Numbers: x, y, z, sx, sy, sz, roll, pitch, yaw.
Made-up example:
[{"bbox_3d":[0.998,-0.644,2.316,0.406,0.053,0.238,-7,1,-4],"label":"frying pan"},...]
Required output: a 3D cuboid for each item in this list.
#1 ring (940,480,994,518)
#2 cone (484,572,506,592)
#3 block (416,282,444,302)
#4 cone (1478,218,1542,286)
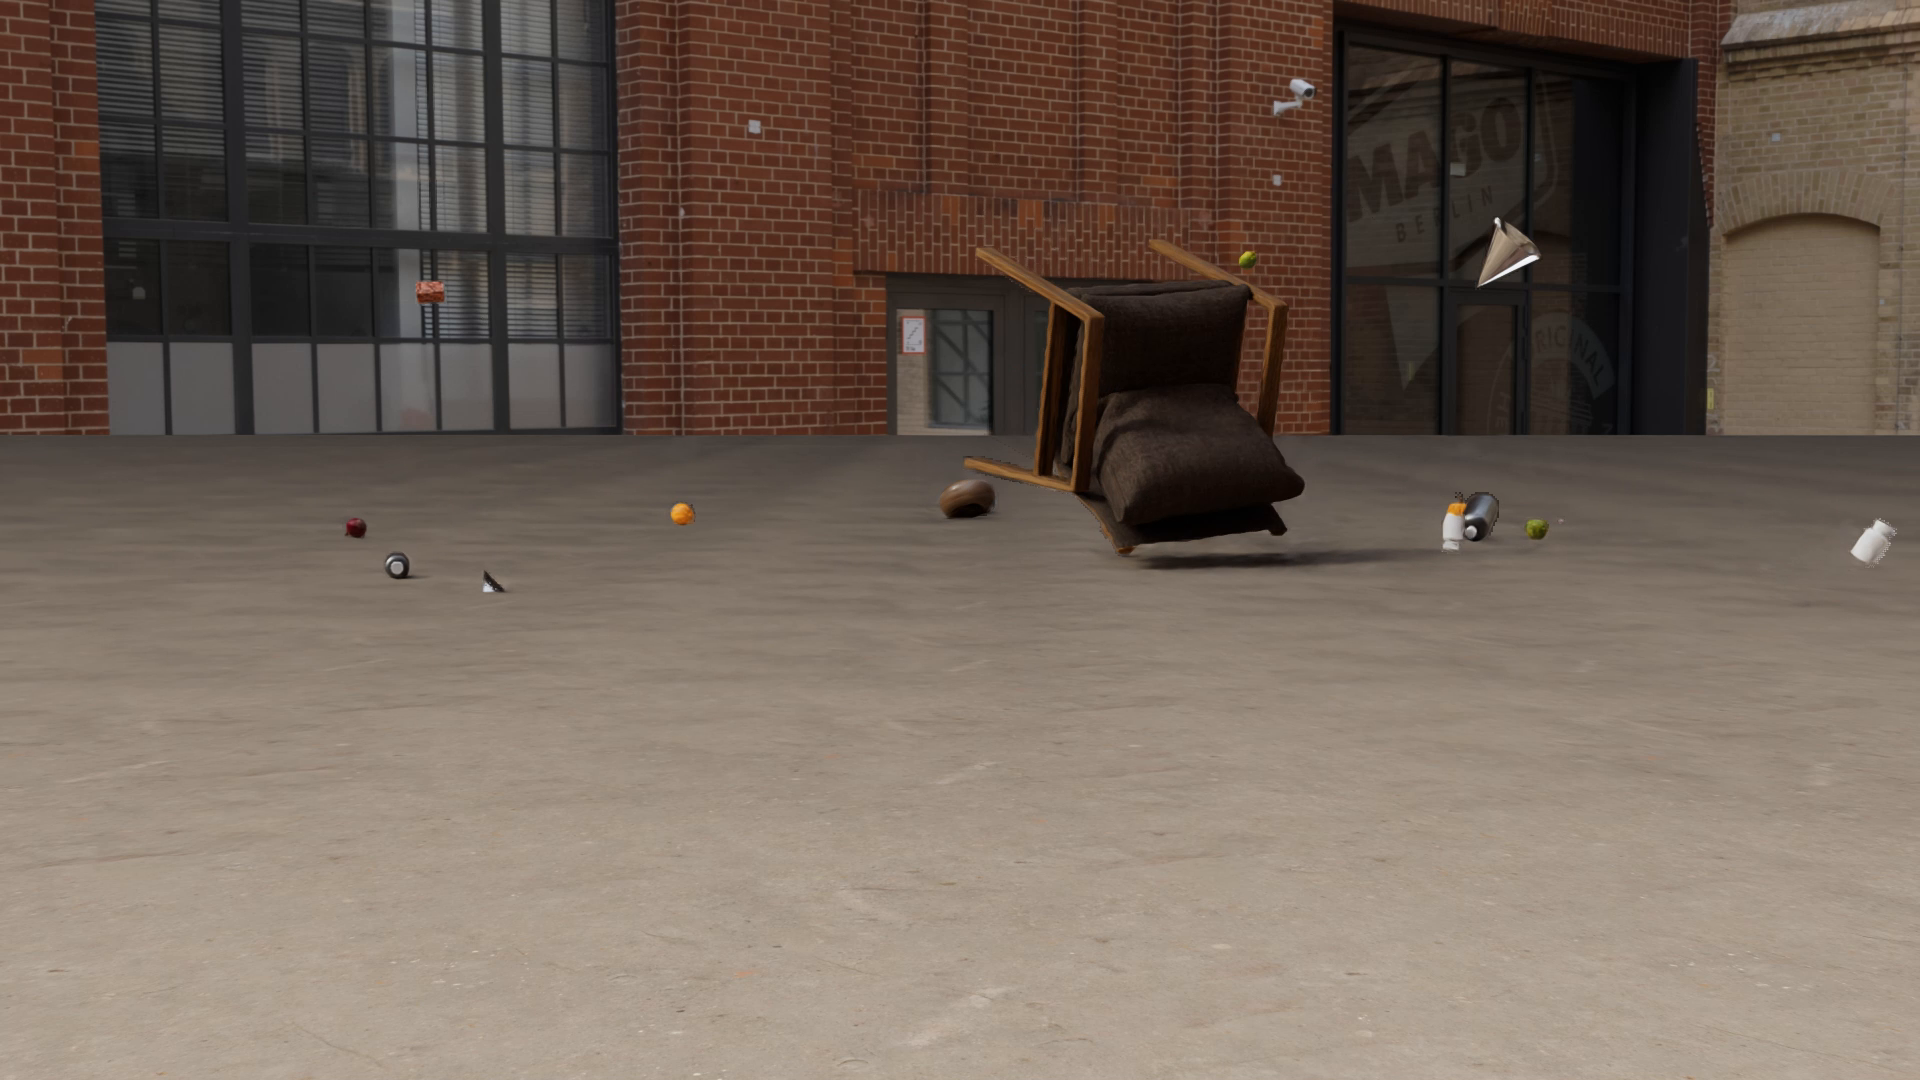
[{"bbox_3d":[0.024,-0.141,7.624,0.208,0.094,0.161,-22,-29,33],"label":"ring"},{"bbox_3d":[-1.044,0.103,4.876,0.068,0.035,0.057,42,-12,12],"label":"cone"},{"bbox_3d":[-1.751,-0.819,7.268,0.085,0.040,0.064,-4,-24,-10],"label":"block"},{"bbox_3d":[1.665,-0.859,6.813,0.187,0.204,0.120,43,33,12],"label":"cone"}]
